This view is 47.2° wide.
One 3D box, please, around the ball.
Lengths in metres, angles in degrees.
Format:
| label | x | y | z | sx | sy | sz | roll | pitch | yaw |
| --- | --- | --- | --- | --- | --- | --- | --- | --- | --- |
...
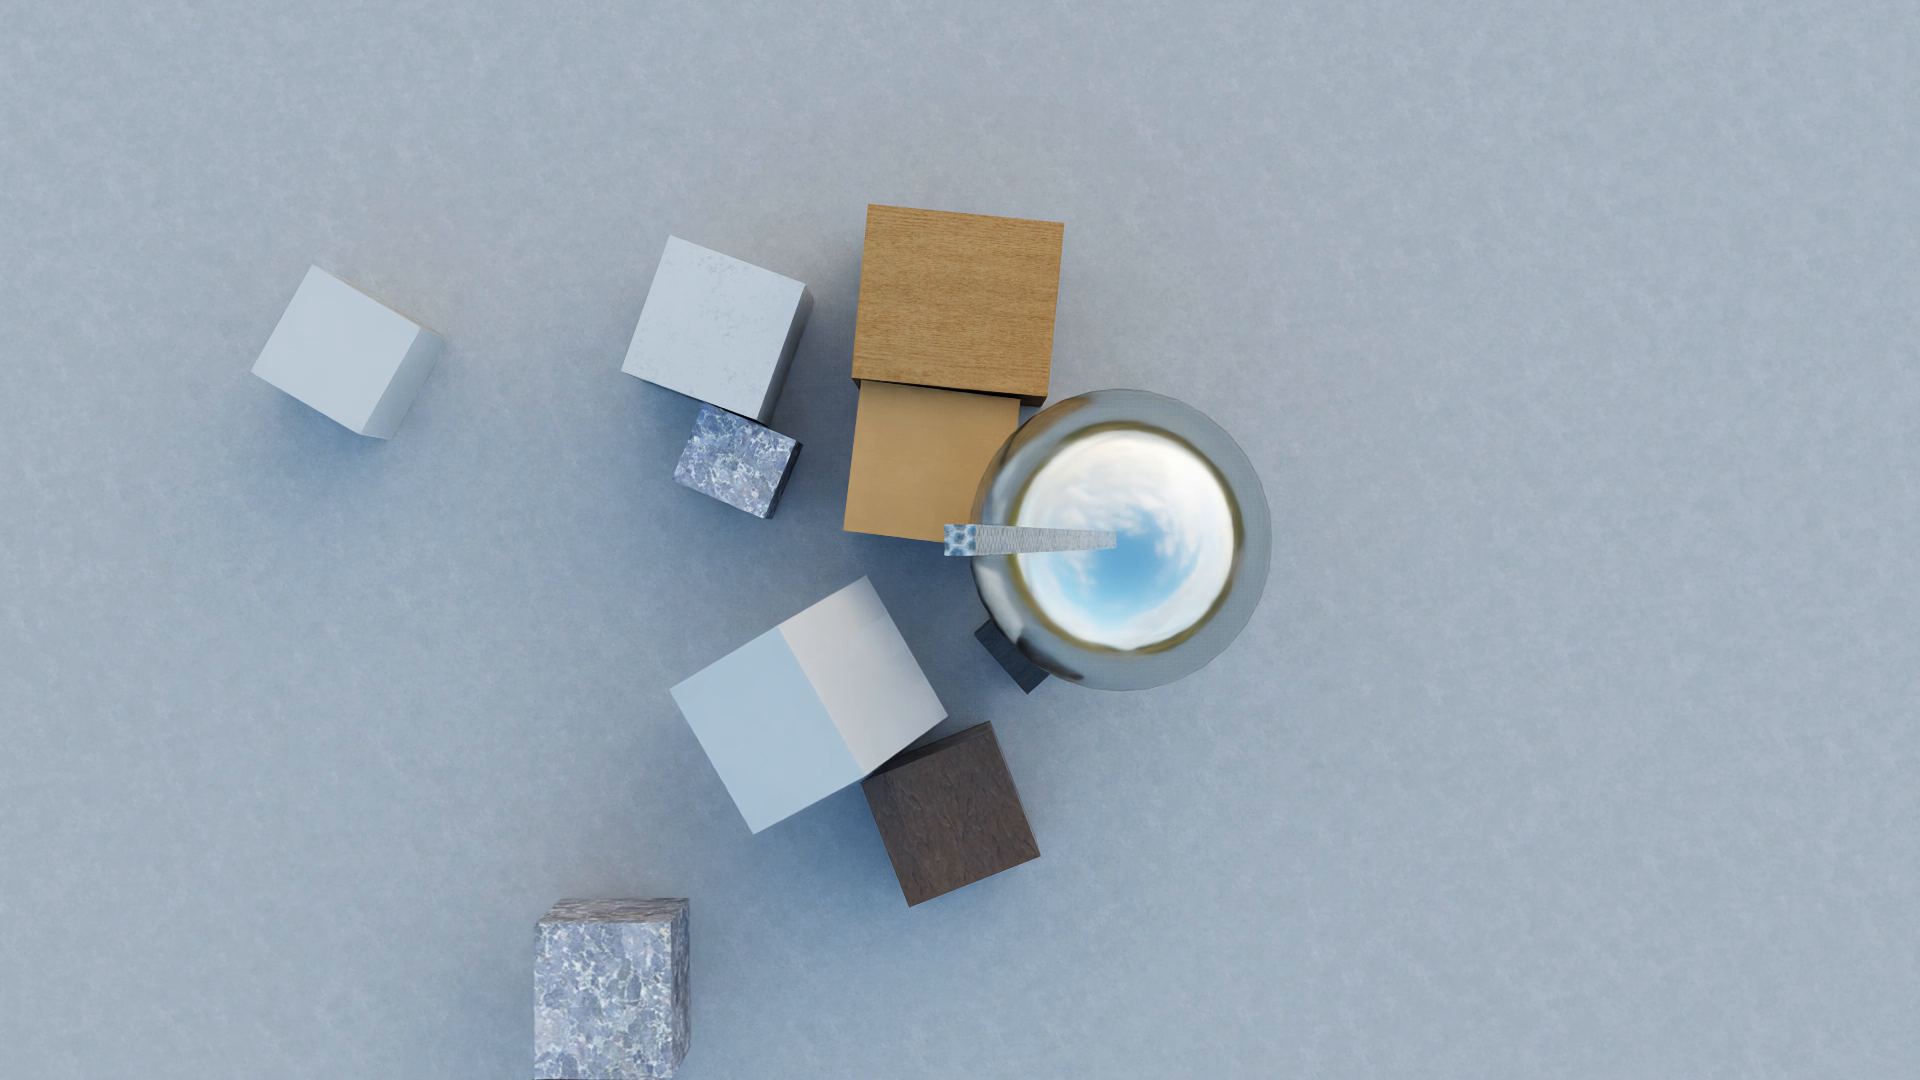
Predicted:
| label | x | y | z | sx | sy | sz | roll | pitch | yaw |
| --- | --- | --- | --- | --- | --- | --- | --- | --- | --- |
| ball | 0.840 | 0.000 | 11.587 | 1.600 | 1.600 | 1.600 | 0 | 90 | 0 |

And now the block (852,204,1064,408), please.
| label | x | y | z | sx | sy | sz | roll | pitch | yaw |
| --- | --- | --- | --- | --- | --- | --- | --- | --- | --- |
| block | -0.012 | -1.310 | 12.510 | 1.079 | 0.981 | 0.954 | 6 | 90 | 0 |

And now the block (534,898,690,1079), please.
| label | x | y | z | sx | sy | sz | roll | pitch | yaw |
| --- | --- | --- | --- | --- | --- | --- | --- | --- | --- |
| block | -1.973 | 2.557 | 12.573 | 0.757 | 0.855 | 0.879 | 0 | 90 | 0 |

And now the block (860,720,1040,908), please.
| label | x | y | z | sx | sy | sz | roll | pitch | yaw |
| --- | --- | --- | --- | --- | --- | --- | --- | --- | --- |
| block | -0.053 | 1.557 | 12.629 | 0.789 | 0.741 | 0.750 | -21 | 90 | 0 |

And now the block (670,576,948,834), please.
| label | x | y | z | sx | sy | sz | roll | pitch | yaw |
| --- | --- | --- | --- | --- | --- | --- | --- | --- | --- |
| block | -0.839 | 0.915 | 12.360 | 0.864 | 0.973 | 0.930 | -30 | 90 | 31 |

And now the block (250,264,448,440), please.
| label | x | y | z | sx | sy | sz | roll | pitch | yaw |
| --- | --- | --- | --- | --- | --- | --- | --- | --- | --- |
| block | -3.499 | -1.068 | 12.664 | 0.706 | 0.672 | 0.693 | 30 | 90 | 0 |

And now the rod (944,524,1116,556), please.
| label | x | y | z | sx | sy | sz | roll | pitch | yaw |
| --- | --- | --- | --- | --- | --- | --- | --- | --- | --- |
| rod | 0.364 | 0.000 | 8.220 | 0.080 | 5.200 | 0.080 | 0 | 90 | 8 |

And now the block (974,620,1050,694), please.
| label | x | y | z | sx | sy | sz | roll | pitch | yaw |
| --- | --- | --- | --- | --- | --- | --- | --- | --- | --- |
| block | 0.414 | 0.552 | 12.761 | 0.487 | 0.477 | 0.449 | -42 | 90 | 0 |

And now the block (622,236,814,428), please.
| label | x | y | z | sx | sy | sz | roll | pitch | yaw |
| --- | --- | --- | --- | --- | --- | --- | --- | --- | --- |
| block | -1.369 | -1.179 | 12.594 | 0.798 | 0.813 | 0.801 | 20 | 90 | 0 |

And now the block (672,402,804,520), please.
| label | x | y | z | sx | sy | sz | roll | pitch | yaw |
| --- | --- | --- | --- | --- | --- | --- | --- | --- | --- |
| block | -1.279 | -0.452 | 12.718 | 0.564 | 0.564 | 0.478 | 23 | 90 | 0 |

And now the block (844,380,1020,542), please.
| label | x | y | z | sx | sy | sz | roll | pitch | yaw |
| --- | --- | --- | --- | --- | --- | --- | --- | --- | --- |
| block | -0.156 | -0.415 | 12.560 | 0.884 | 0.879 | 0.836 | 7 | 90 | 0 |
